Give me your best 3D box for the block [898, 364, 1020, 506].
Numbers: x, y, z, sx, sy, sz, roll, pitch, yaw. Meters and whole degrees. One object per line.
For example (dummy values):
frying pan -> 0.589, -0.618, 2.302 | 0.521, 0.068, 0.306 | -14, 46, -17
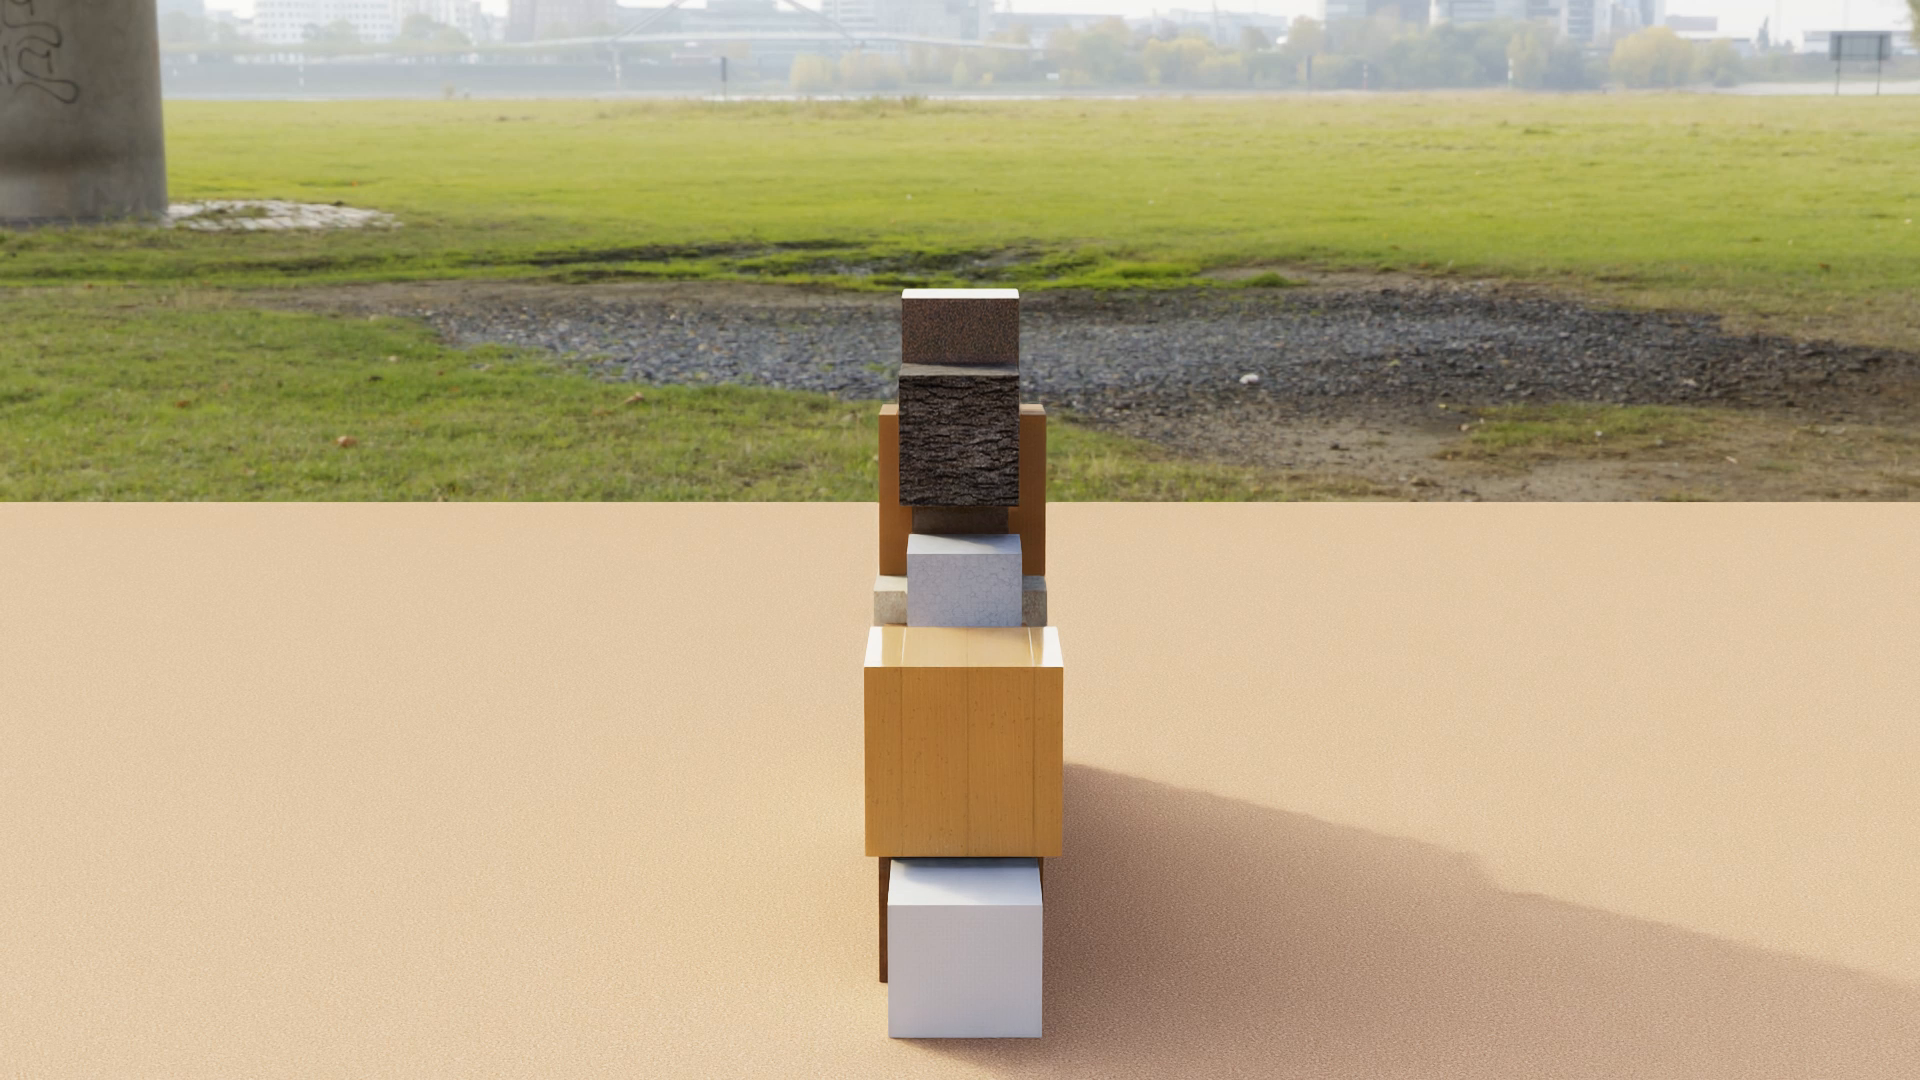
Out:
block -> -0.004, -0.453, 10.898 | 0.498, 0.546, 0.519 | 0, 9, 0

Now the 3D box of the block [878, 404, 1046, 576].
block -> 0.011, -0.235, 11.672 | 0.738, 0.715, 0.627 | 0, 7, 0

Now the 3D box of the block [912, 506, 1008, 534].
block -> 0.002, -0.013, 11.128 | 0.409, 0.397, 0.472 | 0, 9, 0

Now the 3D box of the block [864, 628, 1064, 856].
block -> 0.014, 0.779, 10.067 | 0.751, 0.743, 0.703 | 0, 10, 0

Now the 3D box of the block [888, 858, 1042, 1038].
block -> 0.019, 1.534, 9.704 | 0.567, 0.510, 0.574 | 0, 10, 0

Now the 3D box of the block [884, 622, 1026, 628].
block -> -0.019, 0.669, 10.703 | 0.604, 0.540, 0.567 | 0, 10, 0

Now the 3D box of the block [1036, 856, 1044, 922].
block -> 0.016, 1.228, 10.977 | 0.663, 0.657, 0.575 | 0, 10, 0

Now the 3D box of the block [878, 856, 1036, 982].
block -> -0.009, 1.392, 10.342 | 0.614, 0.561, 0.713 | 0, 10, 0

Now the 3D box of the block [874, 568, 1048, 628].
block -> 0.002, 0.500, 11.355 | 0.742, 0.662, 0.725 | 0, 7, 0

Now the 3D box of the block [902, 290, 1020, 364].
block -> 0.002, -0.829, 11.375 | 0.508, 0.527, 0.475 | 0, 10, 0

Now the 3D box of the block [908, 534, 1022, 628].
block -> 0.018, 0.207, 10.649 | 0.465, 0.389, 0.452 | 0, 10, 0
